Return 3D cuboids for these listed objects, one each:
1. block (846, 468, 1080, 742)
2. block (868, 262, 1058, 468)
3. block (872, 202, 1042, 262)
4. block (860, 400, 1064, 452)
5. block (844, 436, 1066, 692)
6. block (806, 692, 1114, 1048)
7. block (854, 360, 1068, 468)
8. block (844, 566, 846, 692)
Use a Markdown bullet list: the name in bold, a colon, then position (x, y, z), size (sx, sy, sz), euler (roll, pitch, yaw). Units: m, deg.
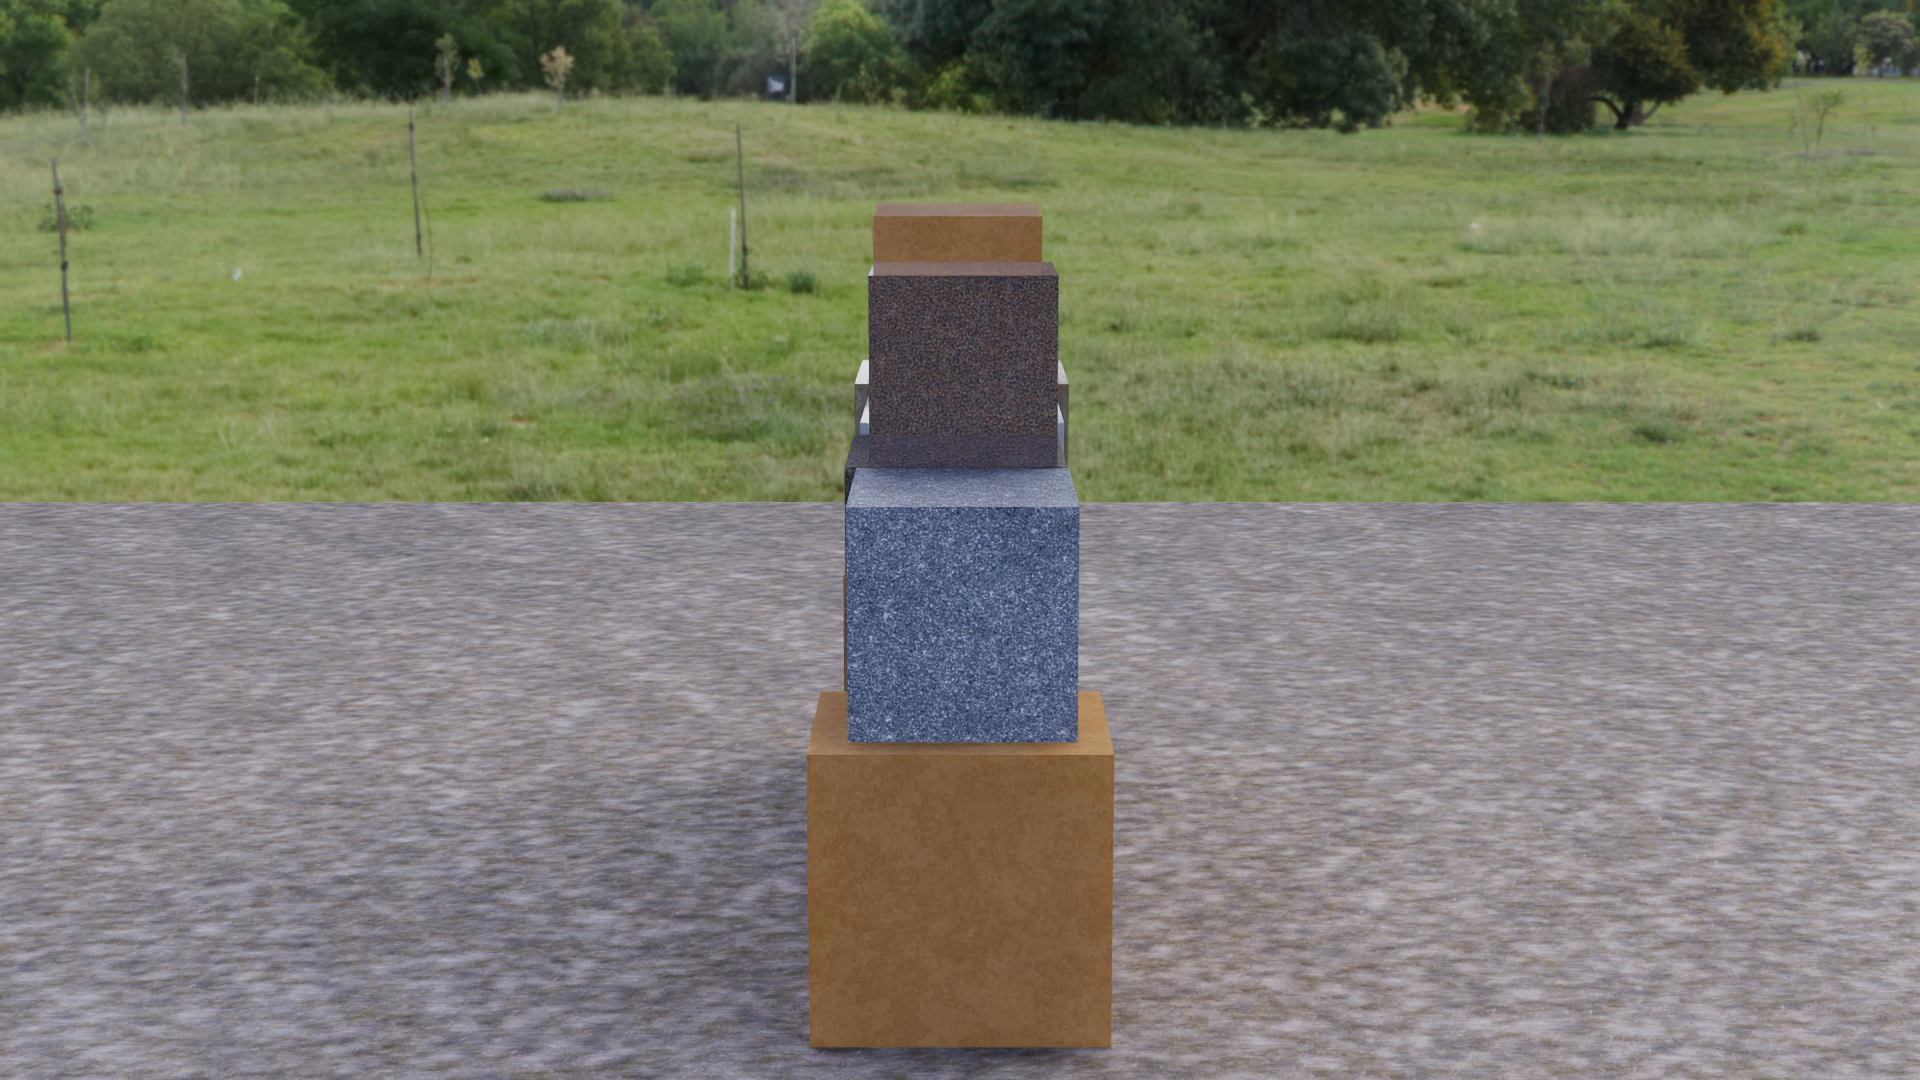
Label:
- **block**: position (0.010, 0.227, 9.726), size (0.838, 0.869, 0.926), euler (0, 10, 0)
- **block**: position (0.013, -0.720, 10.385), size (0.740, 0.755, 0.715), euler (0, 10, 0)
- **block**: position (-0.011, -1.081, 11.627), size (0.739, 0.840, 0.725), euler (0, 13, 0)
- **block**: position (0.009, -0.095, 11.589), size (0.877, 0.997, 0.988), euler (0, 10, 0)
- **block**: position (-0.017, 0.097, 10.645), size (0.877, 0.946, 0.908), euler (0, 10, 0)
- **block**: position (0.001, 1.225, 9.748), size (1.102, 1.103, 0.961), euler (0, 10, 0)
- **block**: position (0.007, -0.372, 12.563), size (1.000, 0.912, 1.016), euler (0, 10, 0)
- **block**: position (-0.014, 0.632, 12.841), size (1.081, 1.162, 1.177), euler (0, 10, 0)
